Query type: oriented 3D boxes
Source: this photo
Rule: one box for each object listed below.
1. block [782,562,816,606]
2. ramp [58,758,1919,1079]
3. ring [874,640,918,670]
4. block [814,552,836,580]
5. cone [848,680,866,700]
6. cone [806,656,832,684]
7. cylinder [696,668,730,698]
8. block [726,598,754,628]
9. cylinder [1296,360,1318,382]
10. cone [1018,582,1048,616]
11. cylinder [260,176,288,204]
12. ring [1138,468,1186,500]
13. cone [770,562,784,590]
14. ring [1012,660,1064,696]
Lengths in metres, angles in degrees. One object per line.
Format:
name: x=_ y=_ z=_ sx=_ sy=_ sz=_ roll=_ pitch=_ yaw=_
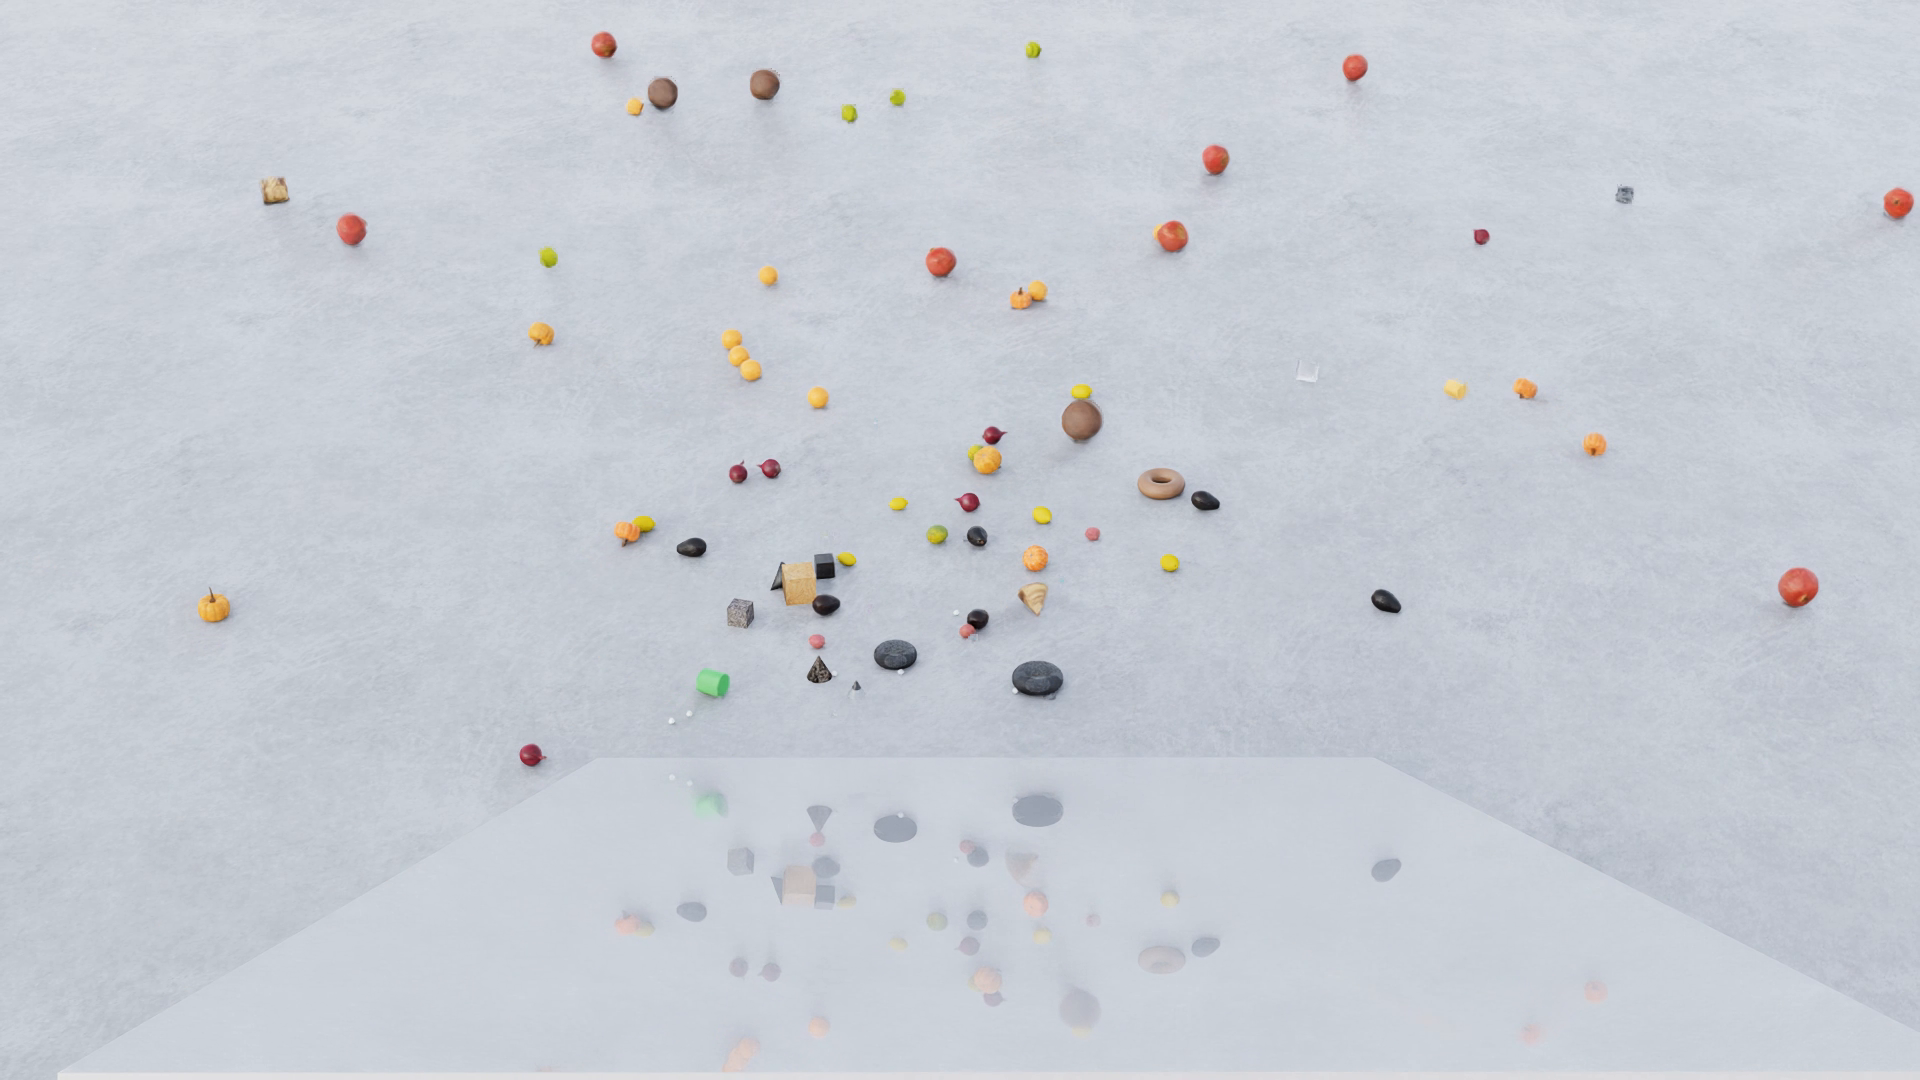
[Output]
block: x=-0.466 y=0.127 z=7.492 sx=0.087 sy=0.087 sz=0.087 roll=-5 pitch=31 yaw=-9
ramp: x=0.068 y=0.605 z=4.670 sx=2.000 sy=0.100 sz=4.000 roll=0 pitch=0 yaw=0
ring: x=-0.180 y=0.320 z=7.211 sx=0.122 sy=0.041 sz=0.122 roll=0 pitch=32 yaw=0
block: x=-0.398 y=0.077 z=7.610 sx=0.054 sy=0.054 sz=0.054 roll=-5 pitch=31 yaw=-9
cone: x=-0.282 y=0.402 z=7.061 sx=0.050 sy=0.050 sz=0.050 roll=0 pitch=30 yaw=0
cone: x=-0.389 y=0.346 z=7.135 sx=0.070 sy=0.070 sz=0.070 roll=0 pitch=30 yaw=0
cylinder: x=-0.675 y=0.389 z=7.066 sx=0.066 sy=0.066 sz=0.066 roll=14 pitch=33 yaw=23
block: x=-0.626 y=0.209 z=7.380 sx=0.058 sy=0.058 sz=0.058 roll=9 pitch=32 yaw=15
cylinder: x=1.166 y=-0.567 z=8.694 sx=0.064 sy=0.064 sz=0.064 roll=10 pitch=32 yaw=16
cone: x=0.217 y=0.185 z=7.439 sx=0.090 sy=0.090 sz=0.090 roll=-6 pitch=58 yaw=-11
cylinder: x=-2.649 y=-1.351 z=9.999 sx=0.092 sy=0.092 sz=0.092 roll=-12 pitch=32 yaw=-17
ring: x=0.626 y=-0.176 z=8.044 sx=0.150 sy=0.050 sz=0.150 roll=-1 pitch=31 yaw=1
cone: x=-0.524 y=0.121 z=7.552 sx=0.082 sy=0.082 sz=0.082 roll=-43 pitch=45 yaw=-14
ring: x=0.213 y=0.379 z=7.102 sx=0.143 sy=0.048 sz=0.143 roll=0 pitch=29 yaw=0
